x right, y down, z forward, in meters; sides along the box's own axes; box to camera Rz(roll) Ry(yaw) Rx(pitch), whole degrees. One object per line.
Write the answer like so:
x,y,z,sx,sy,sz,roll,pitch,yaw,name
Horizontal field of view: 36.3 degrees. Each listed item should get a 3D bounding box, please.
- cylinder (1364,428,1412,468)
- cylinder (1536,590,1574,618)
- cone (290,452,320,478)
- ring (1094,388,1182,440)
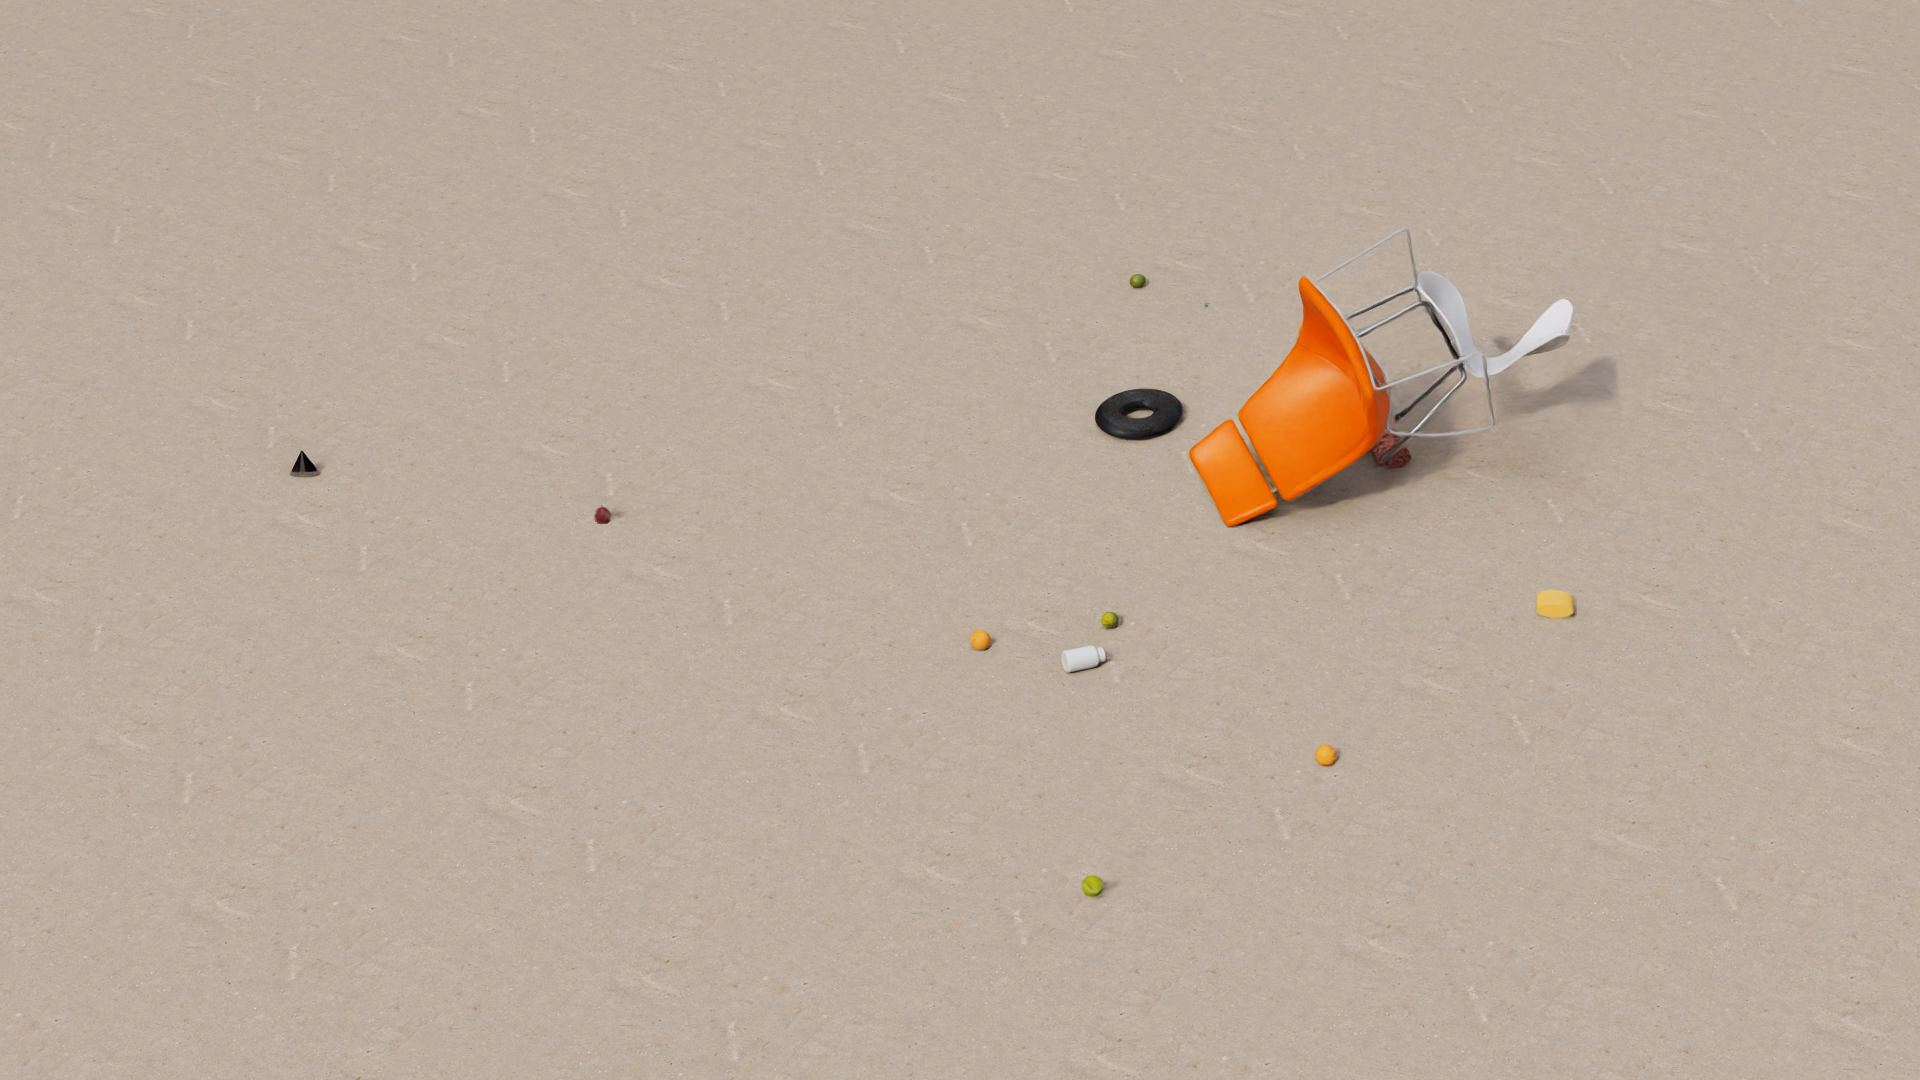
1.665,-0.358,11.406,0.138,0.088,0.163,1,32,-15,cylinder
2.139,0.230,10.542,0.130,0.058,0.092,2,33,11,cylinder
-2.531,-0.301,11.302,0.121,0.110,0.053,0,33,-1,cone
0.711,-0.502,11.649,0.389,0.066,0.314,-28,43,-36,ring
